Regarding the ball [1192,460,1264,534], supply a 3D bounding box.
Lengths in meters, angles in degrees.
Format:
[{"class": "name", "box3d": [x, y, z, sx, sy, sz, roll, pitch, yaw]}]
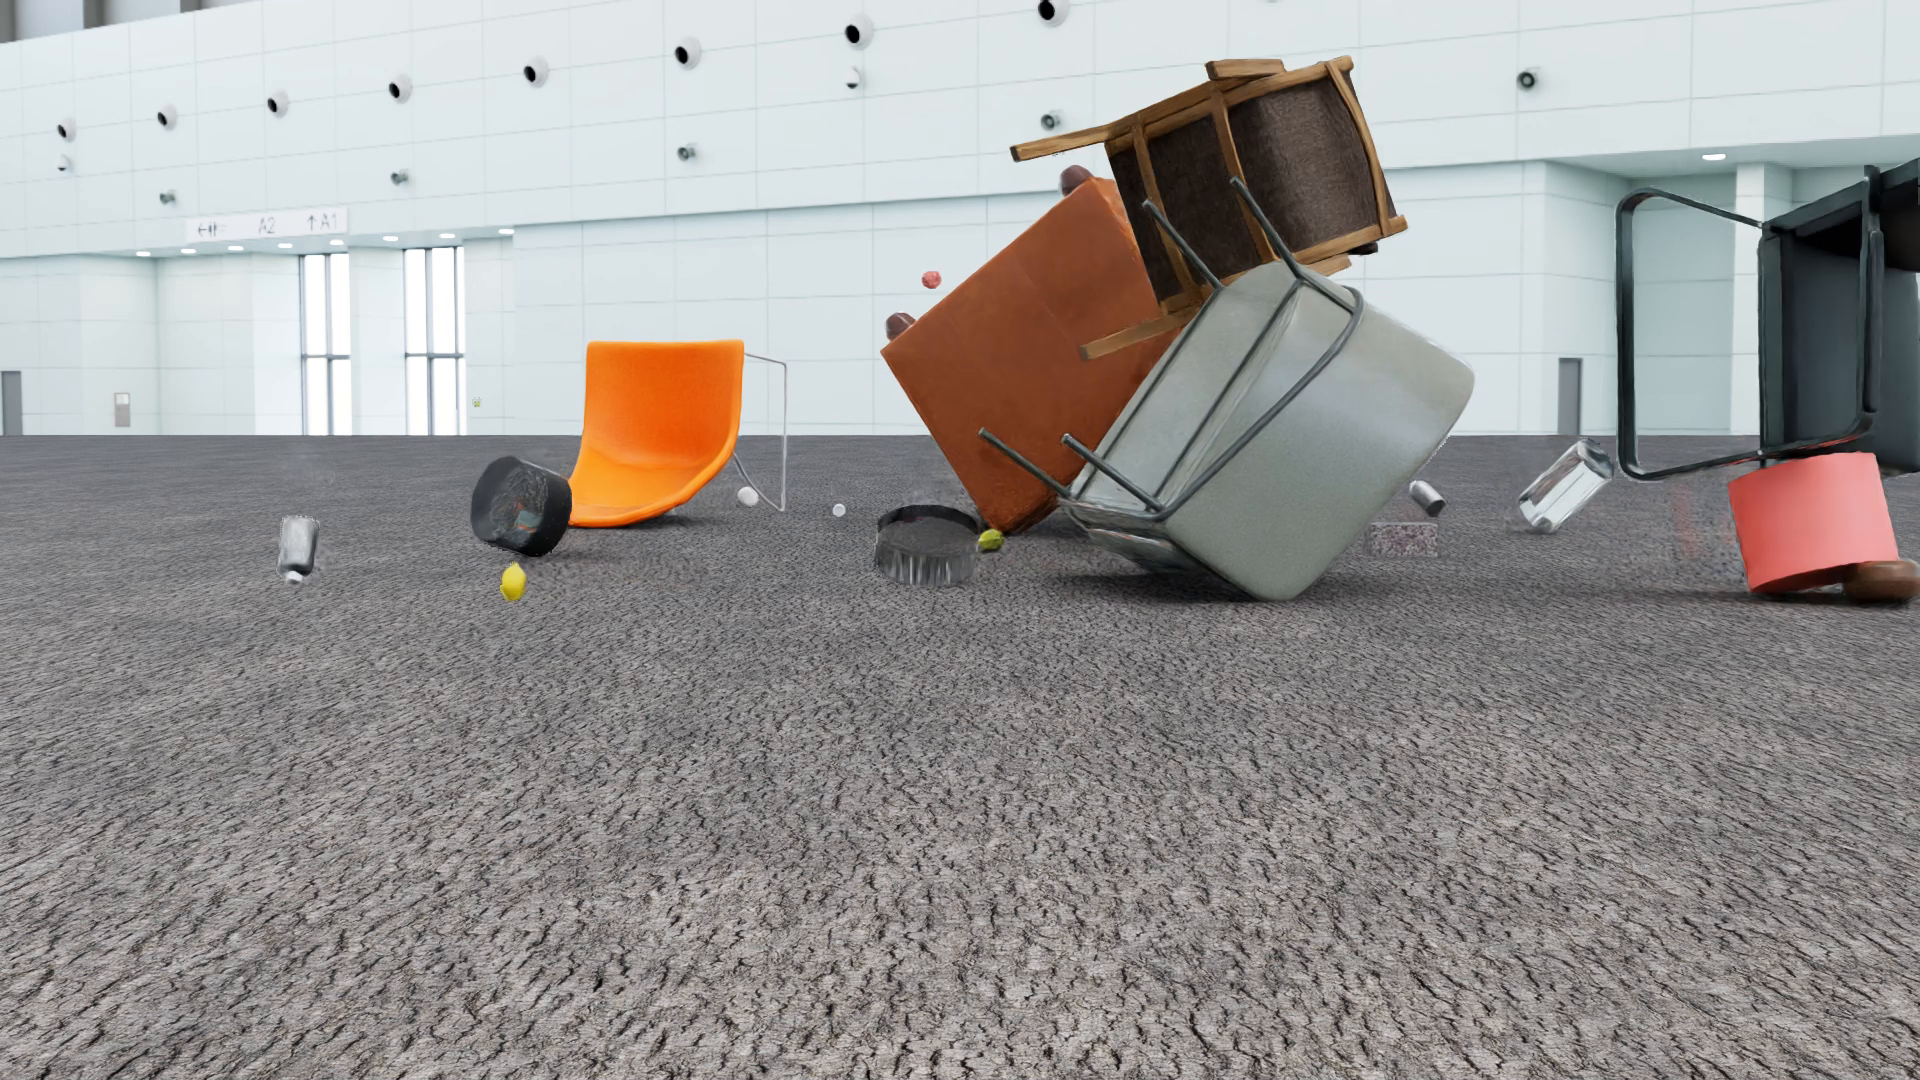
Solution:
[{"class": "ball", "box3d": [0.837, -0.134, 6.865, 0.226, 0.226, 0.226, 0, 4, 0]}]

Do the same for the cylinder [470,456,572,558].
[{"class": "cylinder", "box3d": [-1.162, -0.087, 5.823, 0.220, 0.235, 0.160, 6, -12, 41]}]

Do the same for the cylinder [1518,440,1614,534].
[{"class": "cylinder", "box3d": [1.876, -0.166, 6.801, 0.252, 0.152, 0.232, -48, -4, 30]}]

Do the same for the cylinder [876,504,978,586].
[{"class": "cylinder", "box3d": [-0.075, 0.011, 5.079, 0.232, 0.089, 0.236, 17, 31, 24]}]

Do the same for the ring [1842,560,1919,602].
[{"class": "ring", "box3d": [1.929, 0.085, 4.595, 0.157, 0.082, 0.213, -6, -3, 27]}]

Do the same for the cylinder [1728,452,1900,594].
[{"class": "cylinder", "box3d": [1.833, -0.034, 4.727, 0.306, 0.234, 0.307, -7, -12, -6]}]

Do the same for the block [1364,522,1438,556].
[{"class": "block", "box3d": [1.192, -0.002, 5.950, 0.178, 0.086, 0.113, 0, 4, 0]}]
